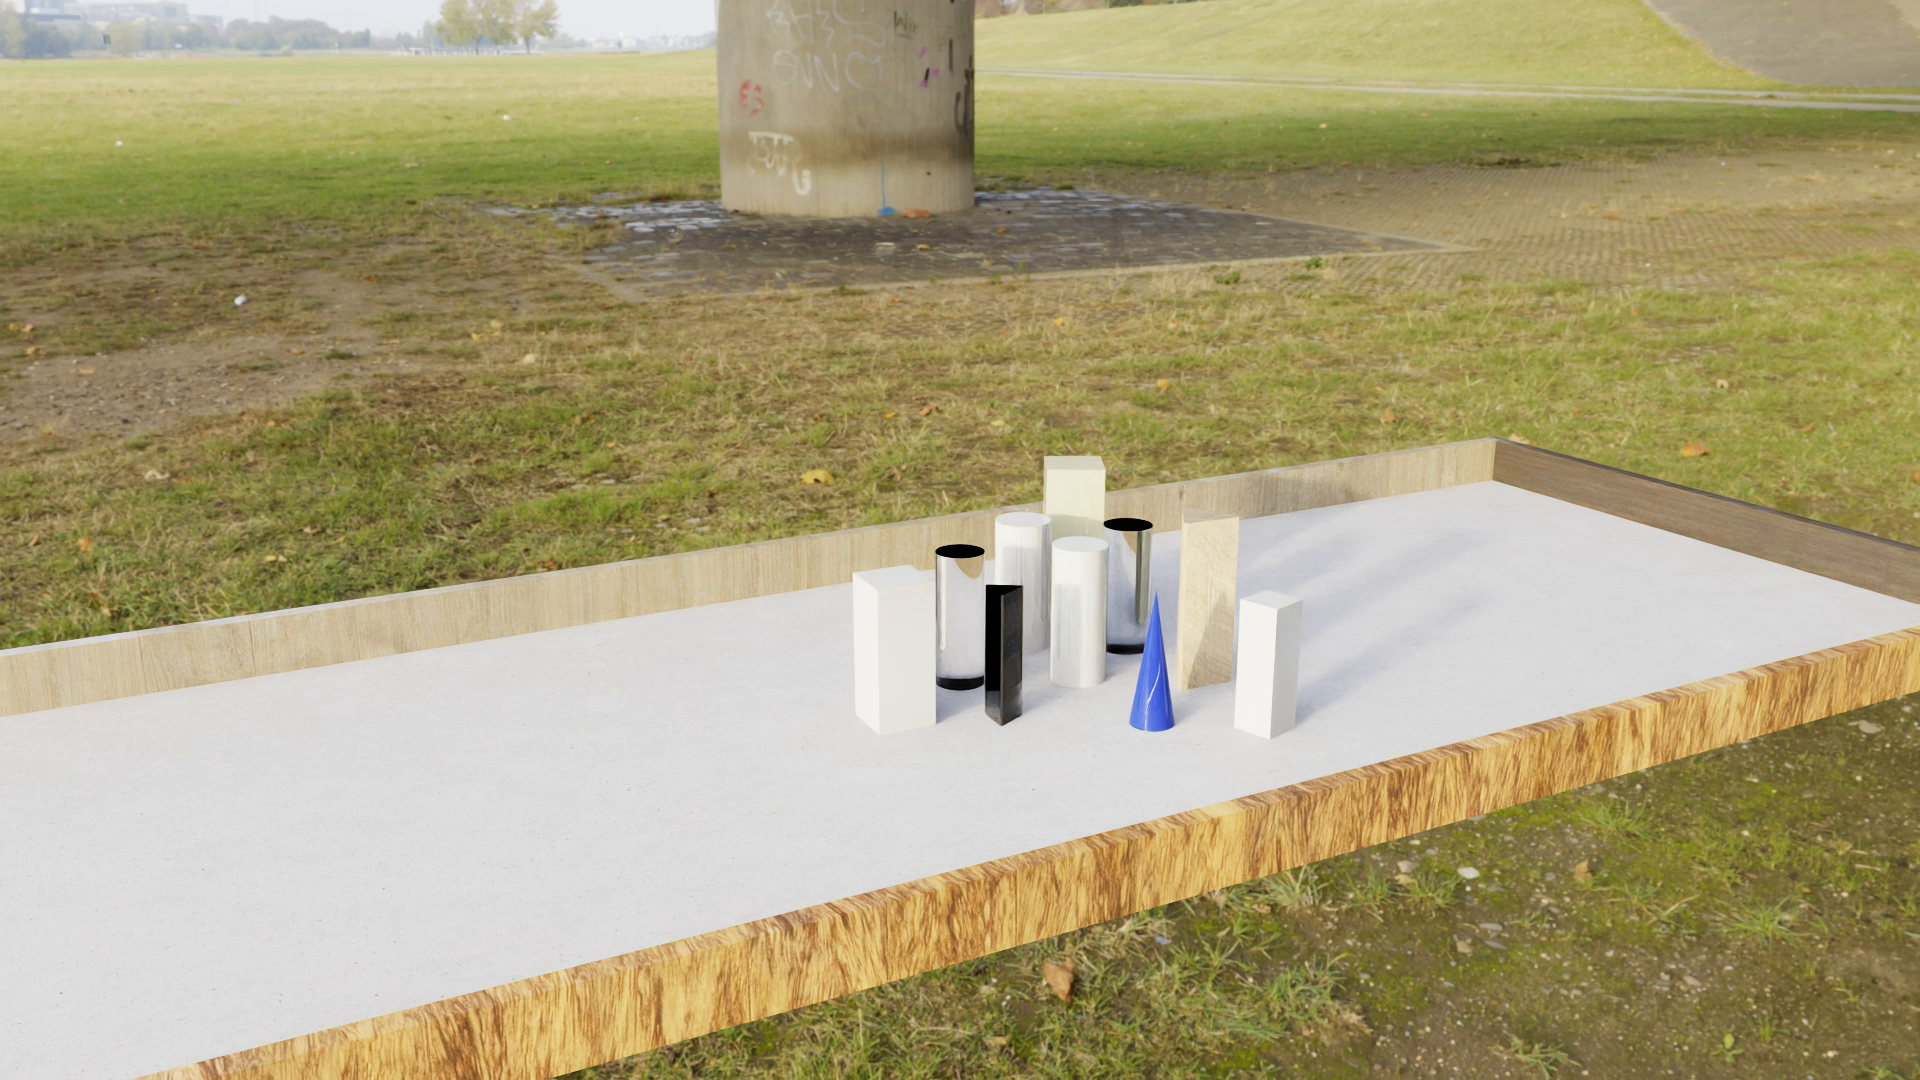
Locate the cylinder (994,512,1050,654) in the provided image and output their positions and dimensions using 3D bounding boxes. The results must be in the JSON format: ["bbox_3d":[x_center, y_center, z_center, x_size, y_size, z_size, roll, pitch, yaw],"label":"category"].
[{"bbox_3d":[0.165,0.112,4.358,0.146,0.346,0.146,0,16,0],"label":"cylinder"}]

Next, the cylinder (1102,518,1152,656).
[{"bbox_3d":[0.437,0.122,4.343,0.131,0.337,0.131,0,16,0],"label":"cylinder"}]

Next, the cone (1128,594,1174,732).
[{"bbox_3d":[0.452,0.273,3.843,0.108,0.329,0.108,0,16,0],"label":"cone"}]

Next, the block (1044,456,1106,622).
[{"bbox_3d":[0.314,-0.005,4.602,0.158,0.433,0.158,0,16,0],"label":"block"}]

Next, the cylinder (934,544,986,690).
[{"bbox_3d":[0.000,0.192,4.096,0.123,0.342,0.123,0,16,0],"label":"cylinder"}]

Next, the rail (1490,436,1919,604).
[{"bbox_3d":[2.466,-0.048,5.253,0.050,0.150,2.100,-9,18,-27],"label":"rail"}]

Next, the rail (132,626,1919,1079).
[{"bbox_3d":[-2.336,1.006,1.665,12.000,0.150,0.050,-9,18,-27],"label":"rail"}]

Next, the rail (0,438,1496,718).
[{"bbox_3d":[-3.305,0.497,3.399,12.000,0.150,0.050,-9,18,-27],"label":"rail"}]

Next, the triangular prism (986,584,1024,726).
[{"bbox_3d":[0.091,0.265,3.878,0.075,0.324,0.087,11,20,34],"label":"triangular prism"}]

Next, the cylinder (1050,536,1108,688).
[{"bbox_3d":[0.298,0.179,4.120,0.140,0.353,0.140,0,16,0],"label":"cylinder"}]

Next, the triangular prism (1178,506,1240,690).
[{"bbox_3d":[0.585,0.140,4.115,0.153,0.430,0.133,-7,18,-23],"label":"triangular prism"}]

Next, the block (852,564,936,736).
[{"bbox_3d":[-0.153,0.255,3.859,0.144,0.354,0.144,-8,18,-25],"label":"block"}]

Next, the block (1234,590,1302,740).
[{"bbox_3d":[0.713,0.287,3.816,0.100,0.316,0.100,-15,22,-42],"label":"block"}]
